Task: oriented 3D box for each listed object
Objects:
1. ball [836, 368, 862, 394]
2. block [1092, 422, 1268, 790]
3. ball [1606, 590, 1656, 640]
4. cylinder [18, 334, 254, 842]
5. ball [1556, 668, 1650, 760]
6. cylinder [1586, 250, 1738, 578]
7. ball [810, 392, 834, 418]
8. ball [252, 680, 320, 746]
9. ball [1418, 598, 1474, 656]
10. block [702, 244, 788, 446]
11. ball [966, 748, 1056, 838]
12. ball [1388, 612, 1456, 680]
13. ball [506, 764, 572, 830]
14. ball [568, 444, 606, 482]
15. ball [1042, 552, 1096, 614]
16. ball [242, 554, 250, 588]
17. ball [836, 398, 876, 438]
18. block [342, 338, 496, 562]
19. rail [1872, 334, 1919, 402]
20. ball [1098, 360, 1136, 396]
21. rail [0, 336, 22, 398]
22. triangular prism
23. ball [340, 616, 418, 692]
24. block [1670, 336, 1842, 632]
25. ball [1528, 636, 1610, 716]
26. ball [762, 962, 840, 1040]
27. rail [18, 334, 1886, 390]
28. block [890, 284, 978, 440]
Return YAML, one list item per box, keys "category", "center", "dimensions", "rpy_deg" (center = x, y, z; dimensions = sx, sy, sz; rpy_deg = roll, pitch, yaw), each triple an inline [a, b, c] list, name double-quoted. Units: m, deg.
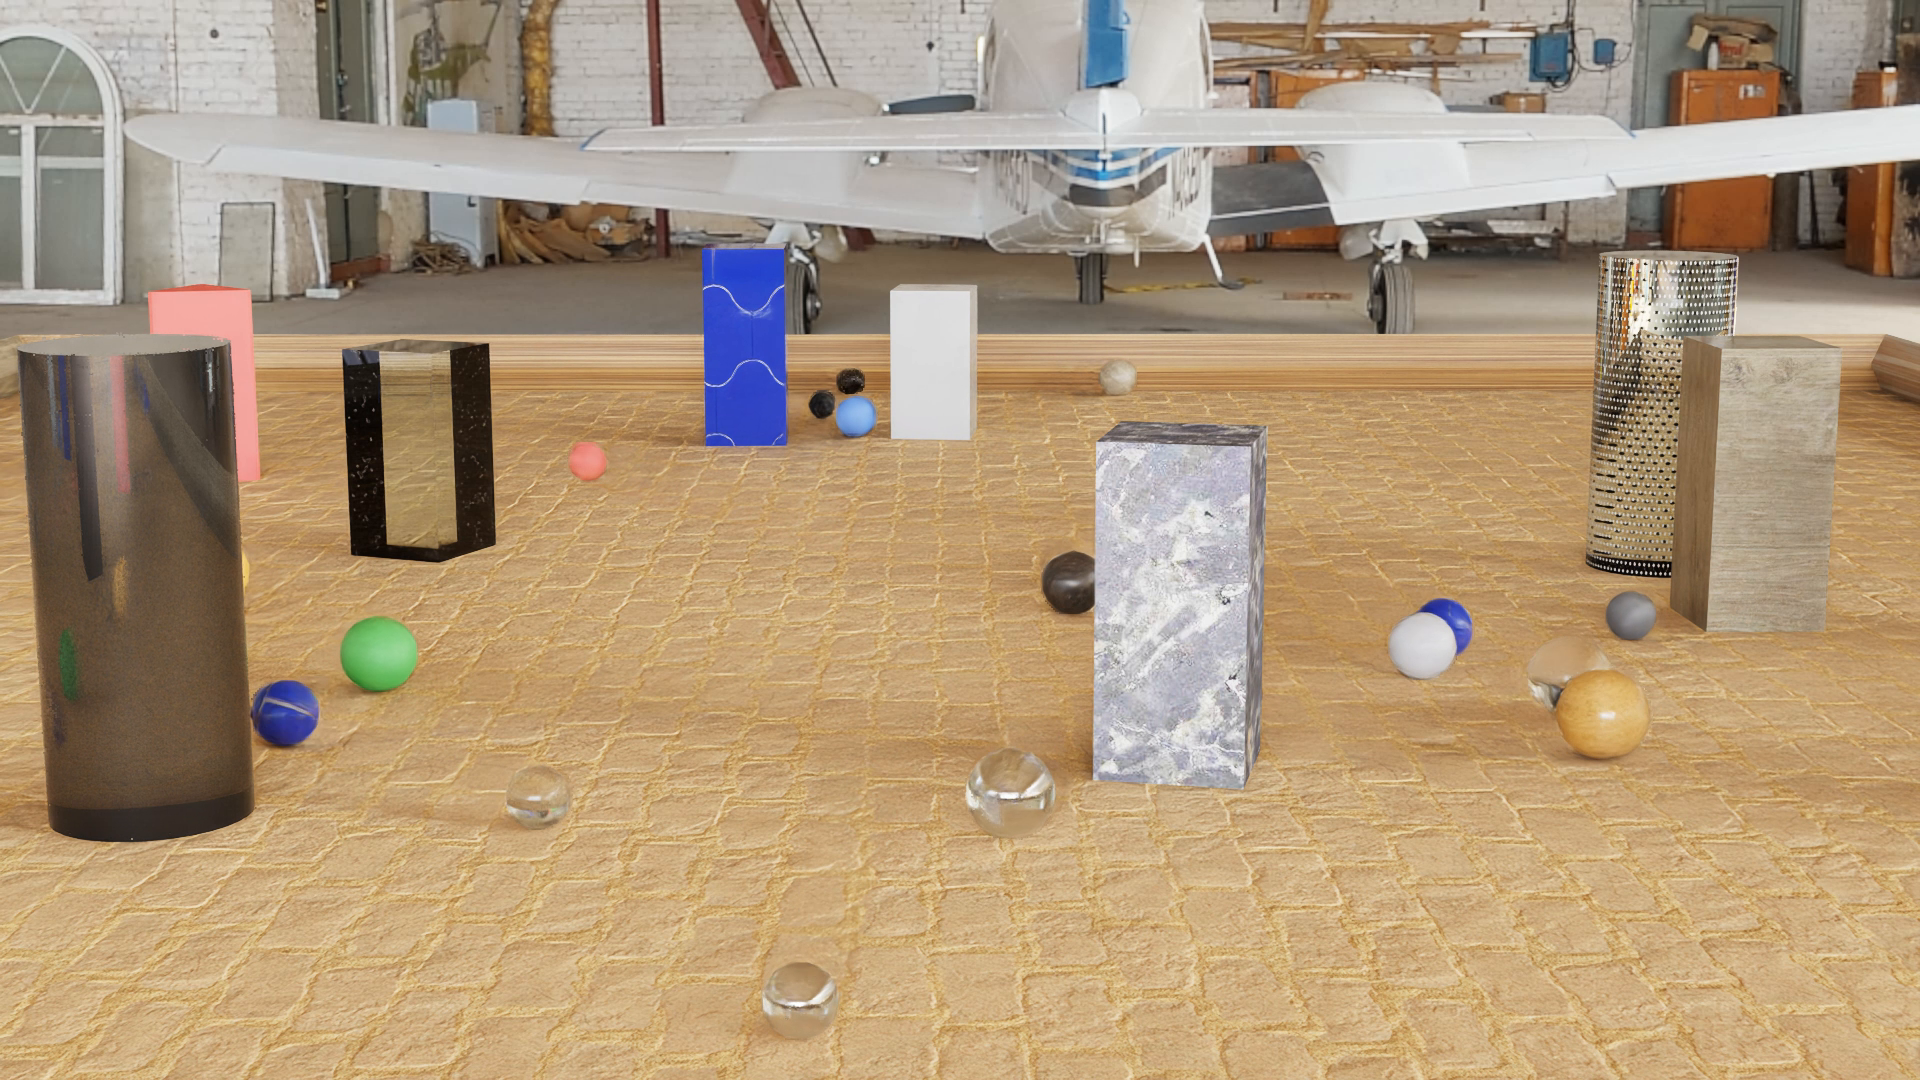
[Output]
- category: "ball"
  center: [-0.247, -0.355, 5.721]
  dimensions: [0.060, 0.060, 0.060]
  rpy_deg: [0, 11, 0]
- category: "block"
  center: [0.230, 0.064, 2.669]
  dimensions: [0.155, 0.352, 0.155]
  rpy_deg: [2, 11, 13]
- category: "ball"
  center: [0.859, 0.096, 3.283]
  dimensions: [0.063, 0.063, 0.063]
  rpy_deg: [0, 11, 0]
- category: "cylinder"
  center: [-0.795, 0.041, 2.485]
  dimensions: [0.194, 0.463, 0.194]
  rpy_deg: [0, 11, 0]
- category: "ball"
  center: [0.681, 0.184, 2.718]
  dimensions: [0.096, 0.096, 0.096]
  rpy_deg: [0, 11, 0]
- category: "cylinder"
  center: [1.020, -0.187, 3.736]
  dimensions: [0.194, 0.454, 0.194]
  rpy_deg: [0, 11, 0]
- category: "ball"
  center: [-0.287, -0.280, 5.336]
  dimensions: [0.053, 0.053, 0.053]
  rpy_deg: [0, 11, 0]
- category: "ball"
  center: [-0.729, 0.187, 2.773]
  dimensions: [0.072, 0.072, 0.072]
  rpy_deg: [0, 11, 0]
- category: "ball"
  center: [0.599, 0.109, 3.183]
  dimensions: [0.075, 0.075, 0.075]
  rpy_deg: [0, 11, 0]
- category: "block"
  center: [-0.416, -0.382, 4.993]
  dimensions: [0.155, 0.379, 0.155]
  rpy_deg: [0, 11, -2]
- category: "ball"
  center: [0.048, 0.241, 2.442]
  dimensions: [0.086, 0.086, 0.086]
  rpy_deg: [0, 11, 0]
- category: "ball"
  center: [0.553, 0.126, 3.073]
  dimensions: [0.081, 0.081, 0.081]
  rpy_deg: [0, 11, 0]
- category: "ball"
  center: [-0.406, 0.248, 2.470]
  dimensions: [0.062, 0.062, 0.062]
  rpy_deg: [0, 11, 0]
- category: "ball"
  center: [-0.659, -0.137, 4.534]
  dimensions: [0.066, 0.066, 0.066]
  rpy_deg: [0, 11, 0]
- category: "ball"
  center: [0.152, 0.057, 3.434]
  dimensions: [0.085, 0.085, 0.085]
  rpy_deg: [0, 11, 0]
- category: "ball"
  center: [-1.014, 0.044, 3.491]
  dimensions: [0.090, 0.090, 0.090]
  rpy_deg: [0, 11, 0]
- category: "ball"
  center: [-0.206, -0.242, 5.060]
  dimensions: [0.079, 0.079, 0.079]
  rpy_deg: [0, 11, 0]
- category: "block"
  center: [-0.813, -0.137, 3.865]
  dimensions: [0.155, 0.310, 0.155]
  rpy_deg: [4, 11, 22]
- category: "rail"
  center: [2.076, 0.030, 3.461]
  dimensions: [0.045, 0.126, 4.734]
  rpy_deg: [0, 11, 0]
- category: "ball"
  center: [0.349, -0.361, 5.696]
  dimensions: [0.081, 0.081, 0.081]
  rpy_deg: [0, 11, 0]
- category: "rail"
  center: [-2.076, 0.035, 3.437]
  dimensions: [0.045, 0.126, 4.734]
  rpy_deg: [0, 11, 0]
- category: "triangular prism"
  center: [-1.342, -0.280, 4.562]
  dimensions: [0.168, 0.337, 0.146]
  rpy_deg: [-3, 11, -15]
- category: "ball"
  center: [-0.683, 0.133, 3.014]
  dimensions: [0.089, 0.089, 0.089]
  rpy_deg: [0, 11, 0]
- category: "block"
  center: [1.044, -0.076, 3.376]
  dimensions: [0.155, 0.369, 0.155]
  rpy_deg: [0, 11, -2]
- category: "ball"
  center: [0.687, 0.154, 2.892]
  dimensions: [0.092, 0.092, 0.092]
  rpy_deg: [0, 11, 0]
- category: "ball"
  center: [-0.121, 0.348, 1.940]
  dimensions: [0.058, 0.058, 0.058]
  rpy_deg: [0, 11, 0]
- category: "rail"
  center: [-0.013, -0.395, 5.753]
  dimensions: [4.199, 0.126, 0.045]
  rpy_deg: [0, 11, 0]
- category: "block"
  center: [-0.051, -0.355, 5.090]
  dimensions: [0.155, 0.291, 0.155]
  rpy_deg: [1, 11, 6]
